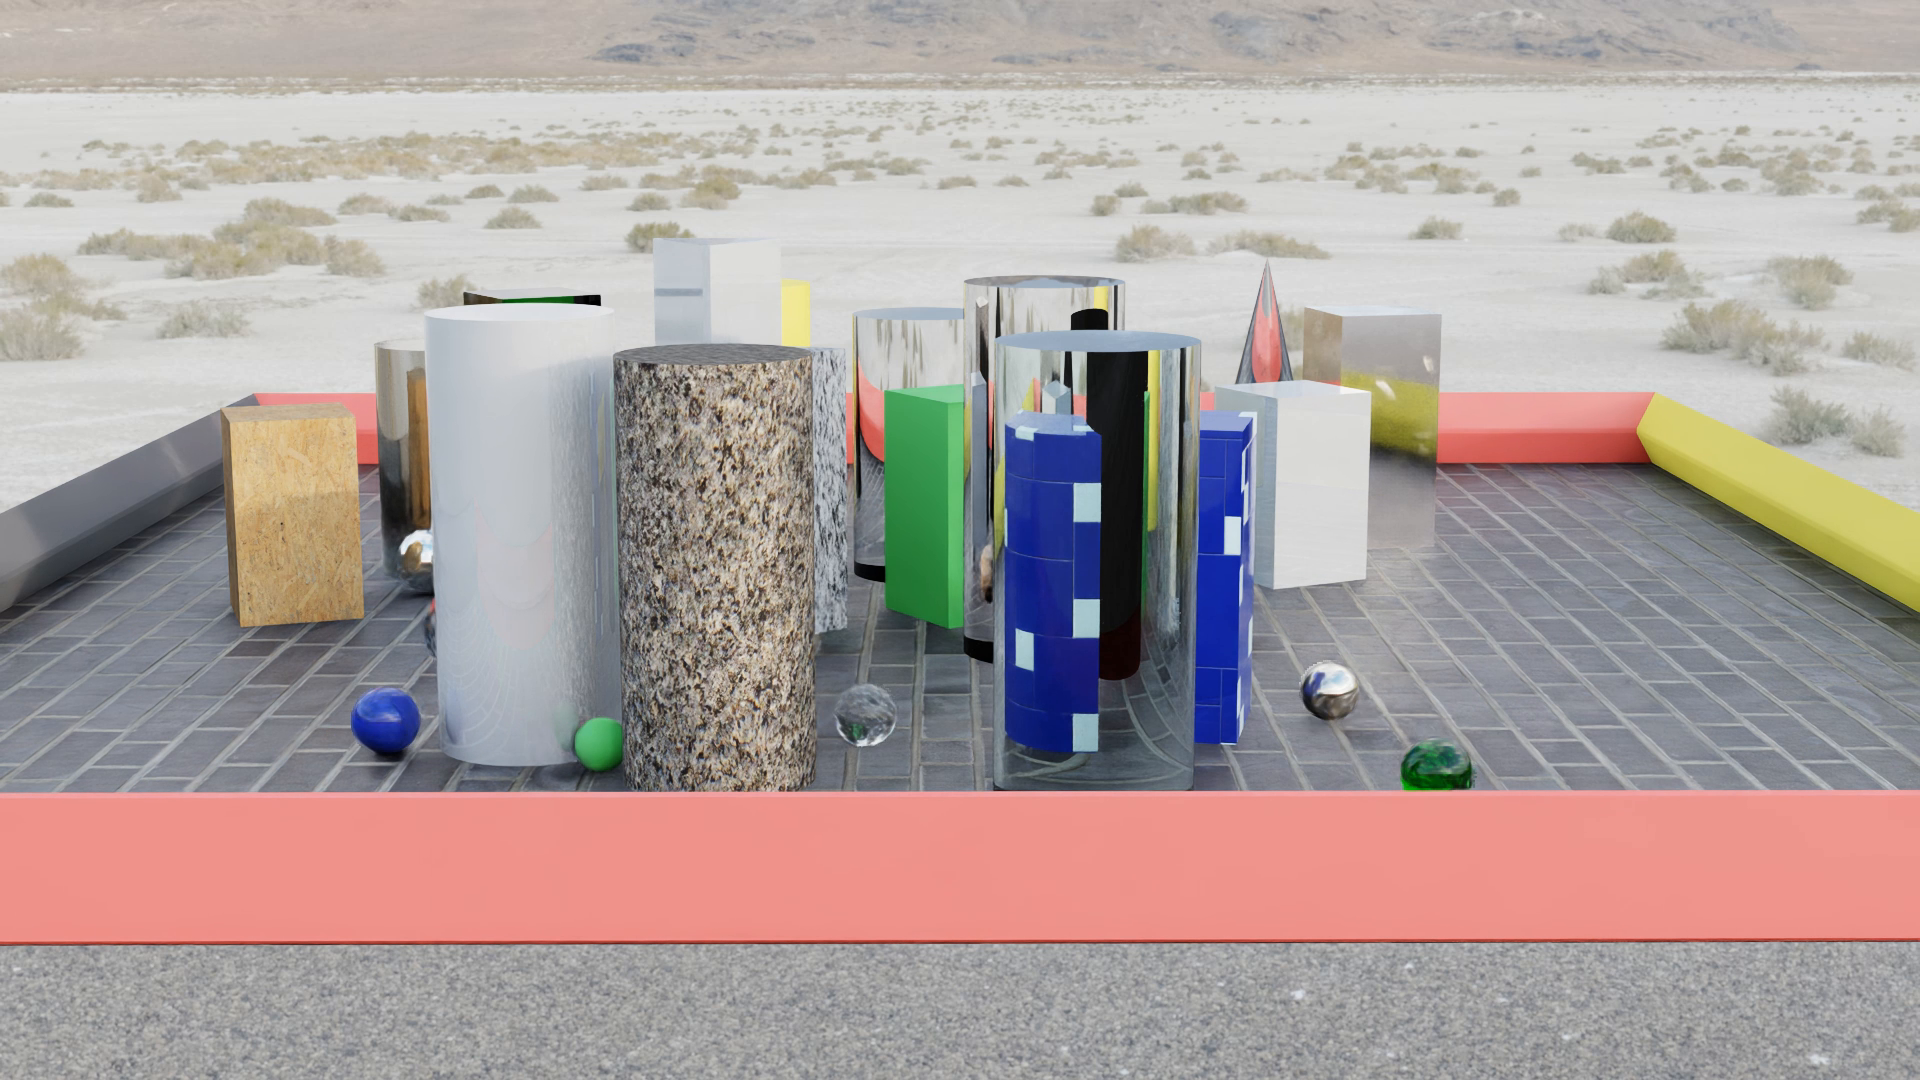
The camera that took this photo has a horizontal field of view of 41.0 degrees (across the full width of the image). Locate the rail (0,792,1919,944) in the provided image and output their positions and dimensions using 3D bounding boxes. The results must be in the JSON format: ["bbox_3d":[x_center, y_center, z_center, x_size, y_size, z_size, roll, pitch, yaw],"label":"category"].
[{"bbox_3d":[0.008,0.270,2.167,2.594,0.130,0.045,0,10,0],"label":"rail"}]

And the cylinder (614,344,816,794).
[{"bbox_3d":[-0.249,0.029,2.622,0.200,0.440,0.200,0,10,0],"label":"cylinder"}]

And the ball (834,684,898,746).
[{"bbox_3d":[-0.102,0.190,2.778,0.069,0.069,0.069,0,10,0],"label":"ball"}]

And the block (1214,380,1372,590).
[{"bbox_3d":[0.476,-0.083,3.697,0.160,0.271,0.160,-5,12,-27],"label":"block"}]

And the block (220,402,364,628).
[{"bbox_3d":[-0.898,-0.037,3.448,0.160,0.271,0.160,-4,11,-20],"label":"block"}]

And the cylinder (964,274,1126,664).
[{"bbox_3d":[0.104,-0.090,3.200,0.200,0.465,0.200,0,10,0],"label":"cylinder"}]

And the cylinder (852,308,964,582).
[{"bbox_3d":[-0.055,-0.140,3.711,0.200,0.376,0.200,0,10,0],"label":"cylinder"}]

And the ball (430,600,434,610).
[{"bbox_3d":[-0.669,0.090,3.369,0.050,0.050,0.050,0,10,0],"label":"ball"}]

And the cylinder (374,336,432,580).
[{"bbox_3d":[-0.745,-0.121,3.736,0.200,0.332,0.200,0,10,0],"label":"cylinder"}]

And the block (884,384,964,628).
[{"bbox_3d":[0.009,-0.050,3.445,0.160,0.298,0.160,-7,12,-32],"label":"block"}]

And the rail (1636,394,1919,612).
[{"bbox_3d":[1.273,0.032,3.456,0.045,0.130,2.654,0,10,0],"label":"rail"}]

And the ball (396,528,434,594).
[{"bbox_3d":[-0.740,0.028,3.584,0.093,0.093,0.093,0,10,0],"label":"ball"}]

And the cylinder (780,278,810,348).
[{"bbox_3d":[-0.338,-0.219,4.115,0.200,0.386,0.200,0,10,0],"label":"cylinder"}]

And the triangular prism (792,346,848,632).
[{"bbox_3d":[-0.262,-0.066,3.339,0.173,0.367,0.150,-9,14,-41],"label":"triangular prism"}]

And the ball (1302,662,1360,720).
[{"bbox_3d":[0.417,0.171,2.888,0.065,0.065,0.065,0,10,0],"label":"ball"}]

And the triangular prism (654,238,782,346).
[{"bbox_3d":[-0.358,-0.170,3.559,0.150,0.491,0.173,6,12,30],"label":"triangular prism"}]

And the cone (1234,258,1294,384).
[{"bbox_3d":[0.494,-0.247,4.161,0.200,0.424,0.200,0,10,0],"label":"cone"}]

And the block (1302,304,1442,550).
[{"bbox_3d":[0.631,-0.177,3.964,0.160,0.357,0.160,-2,11,-13],"label":"block"}]

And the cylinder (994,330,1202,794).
[{"bbox_3d":[0.133,0.037,2.513,0.200,0.465,0.200,0,10,0],"label":"cylinder"}]

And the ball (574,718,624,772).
[{"bbox_3d":[-0.375,0.214,2.679,0.057,0.057,0.057,0,10,0],"label":"ball"}]

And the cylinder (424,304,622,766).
[{"bbox_3d":[-0.466,-0.011,2.757,0.200,0.470,0.200,0,10,0],"label":"cylinder"}]

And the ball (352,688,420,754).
[{"bbox_3d":[-0.614,0.193,2.749,0.071,0.071,0.071,0,10,0],"label":"ball"}]

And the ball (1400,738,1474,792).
[{"bbox_3d":[0.472,0.232,2.540,0.072,0.072,0.072,0,10,0],"label":"ball"}]

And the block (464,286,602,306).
[{"bbox_3d":[-0.659,-0.192,3.980,0.160,0.382,0.160,-6,12,-31],"label":"block"}]

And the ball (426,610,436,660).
[{"bbox_3d":[-0.597,0.113,3.107,0.100,0.100,0.100,0,10,0],"label":"ball"}]

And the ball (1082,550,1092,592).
[{"bbox_3d":[0.210,0.043,3.538,0.081,0.081,0.081,0,10,0],"label":"ball"}]

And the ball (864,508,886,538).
[{"bbox_3d":[-0.127,-0.026,4.002,0.048,0.048,0.048,0,10,0],"label":"ball"}]

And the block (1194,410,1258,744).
[{"bbox_3d":[0.239,0.036,2.850,0.160,0.344,0.160,2,11,12],"label":"block"}]

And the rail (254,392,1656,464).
[{"bbox_3d":[-0.008,-0.204,4.730,2.594,0.130,0.045,0,10,0],"label":"rail"}]

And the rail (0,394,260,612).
[{"bbox_3d":[-1.273,0.035,3.441,0.045,0.130,2.654,0,10,0],"label":"rail"}]
